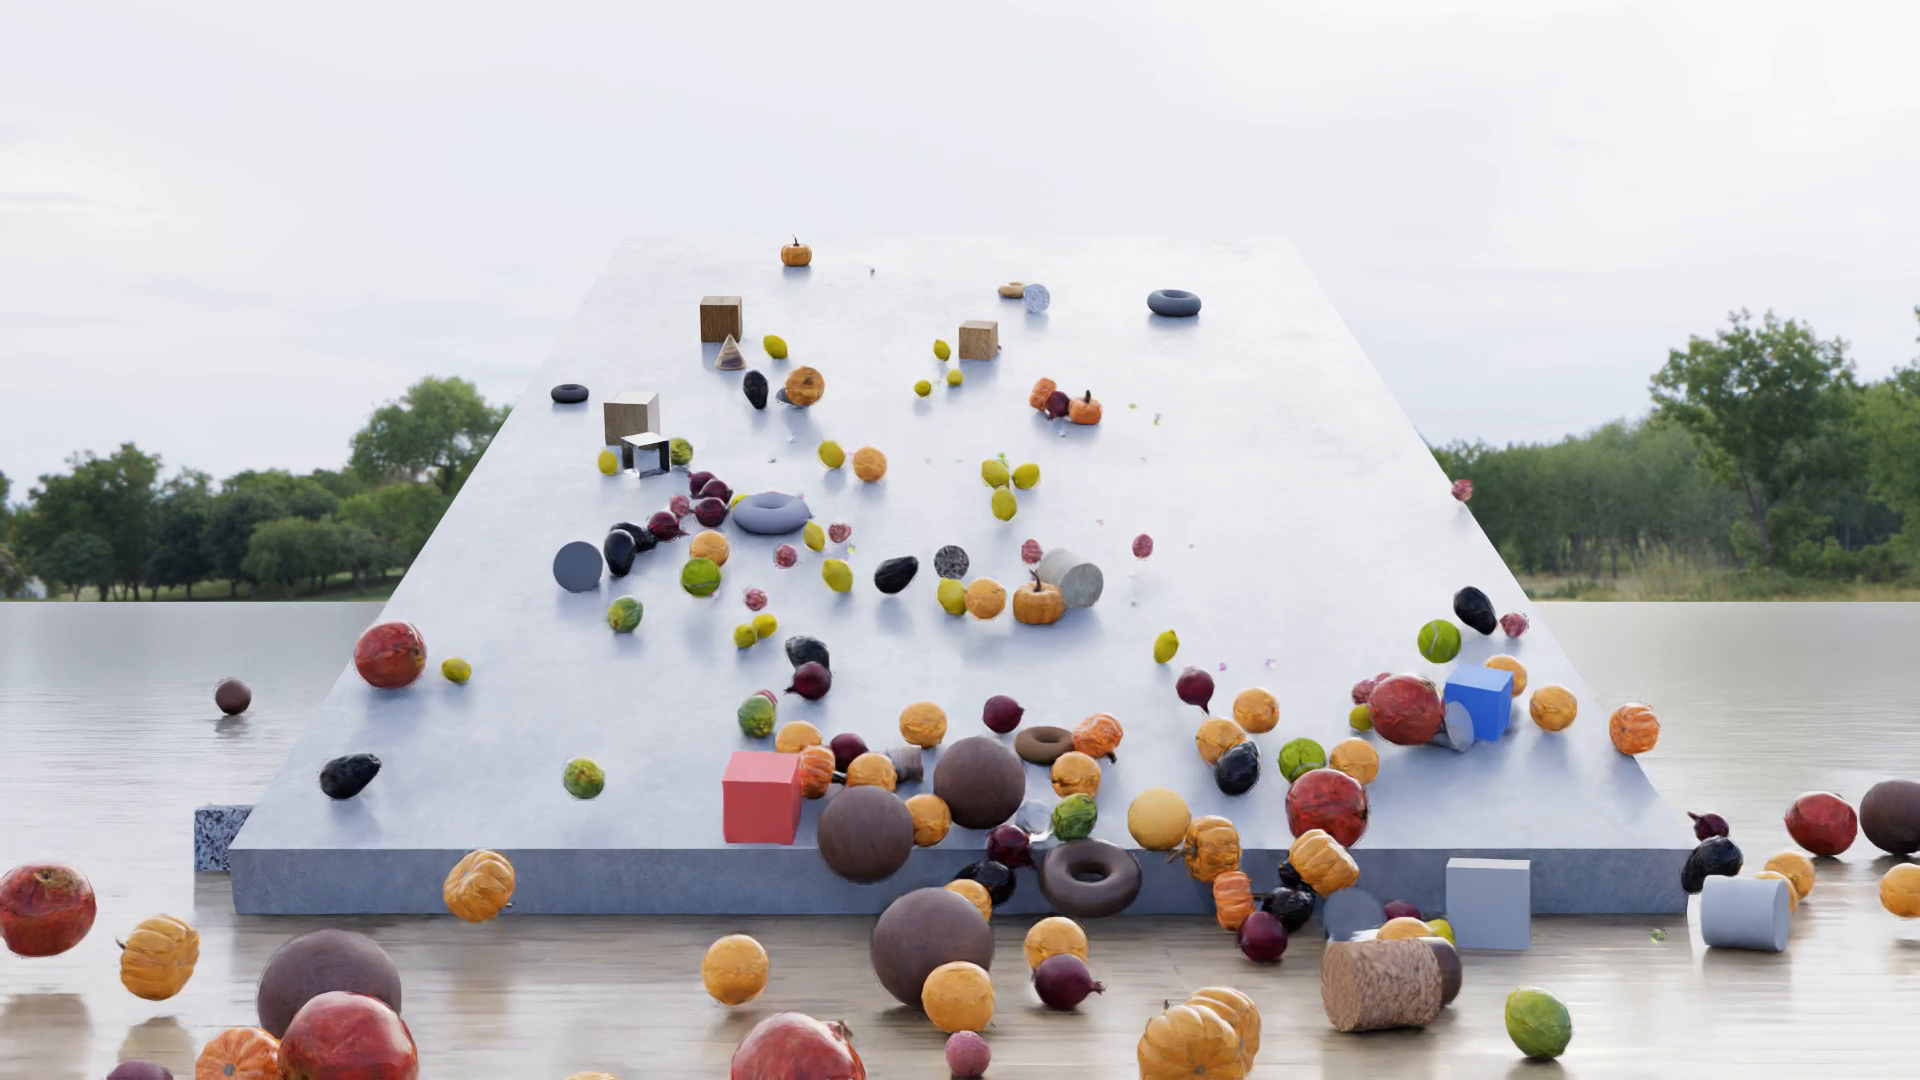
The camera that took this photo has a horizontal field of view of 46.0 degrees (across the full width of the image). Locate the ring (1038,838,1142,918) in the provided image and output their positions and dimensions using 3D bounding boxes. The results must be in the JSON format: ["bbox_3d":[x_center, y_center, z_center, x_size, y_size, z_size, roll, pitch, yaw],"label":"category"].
[{"bbox_3d":[0.172,0.448,3.002,0.137,0.046,0.137,0,32,0],"label":"ring"}]

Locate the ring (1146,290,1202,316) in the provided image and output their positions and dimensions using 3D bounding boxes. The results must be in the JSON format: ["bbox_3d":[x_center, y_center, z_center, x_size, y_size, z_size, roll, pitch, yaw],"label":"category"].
[{"bbox_3d":[0.563,-0.623,5.941,0.145,0.048,0.145,4,20,-1],"label":"ring"}]

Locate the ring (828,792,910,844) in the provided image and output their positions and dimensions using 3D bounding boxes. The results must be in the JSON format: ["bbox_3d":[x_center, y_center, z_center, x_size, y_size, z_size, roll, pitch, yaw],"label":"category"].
[{"bbox_3d":[-0.126,0.384,3.129,0.114,0.038,0.114,0,21,0],"label":"ring"}]

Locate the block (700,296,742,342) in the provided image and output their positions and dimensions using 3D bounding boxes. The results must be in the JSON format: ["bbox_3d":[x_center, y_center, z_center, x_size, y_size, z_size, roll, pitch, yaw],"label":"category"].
[{"bbox_3d":[-0.599,-0.555,5.674,0.096,0.096,0.096,0,20,0],"label":"block"}]

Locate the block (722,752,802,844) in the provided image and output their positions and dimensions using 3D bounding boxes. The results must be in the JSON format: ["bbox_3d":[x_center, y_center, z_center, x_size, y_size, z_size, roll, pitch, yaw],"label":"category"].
[{"bbox_3d":[-0.273,0.356,3.123,0.094,0.094,0.094,1,20,3],"label":"block"}]

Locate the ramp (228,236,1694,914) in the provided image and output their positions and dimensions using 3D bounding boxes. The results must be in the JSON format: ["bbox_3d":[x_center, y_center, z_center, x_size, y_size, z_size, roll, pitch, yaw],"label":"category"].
[{"bbox_3d":[-0.005,-0.203,4.982,2.000,0.100,4.000,0,20,0],"label":"ramp"}]

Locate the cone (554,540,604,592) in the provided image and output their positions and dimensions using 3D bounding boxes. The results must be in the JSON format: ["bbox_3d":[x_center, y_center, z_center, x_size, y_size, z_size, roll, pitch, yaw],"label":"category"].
[{"bbox_3d":[-0.668,0.053,4.047,0.093,0.093,0.093,0,-8,9],"label":"cone"}]

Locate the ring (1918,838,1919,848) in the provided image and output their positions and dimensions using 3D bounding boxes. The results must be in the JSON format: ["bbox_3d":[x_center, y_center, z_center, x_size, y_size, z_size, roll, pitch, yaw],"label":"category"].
[{"bbox_3d":[1.635,0.488,3.762,0.097,0.097,0.032,1,27,-35],"label":"ring"}]

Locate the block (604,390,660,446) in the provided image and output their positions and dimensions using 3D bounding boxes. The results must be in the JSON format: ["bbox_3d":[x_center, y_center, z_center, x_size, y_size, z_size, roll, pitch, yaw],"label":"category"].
[{"bbox_3d":[-0.703,-0.261,4.849,0.095,0.095,0.095,3,20,7],"label":"block"}]

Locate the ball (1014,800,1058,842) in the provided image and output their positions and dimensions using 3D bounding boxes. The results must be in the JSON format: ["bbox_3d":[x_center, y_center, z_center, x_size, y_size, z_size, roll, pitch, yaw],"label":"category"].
[{"bbox_3d":[0.104,0.384,3.097,0.058,0.058,0.058,0,-1,0],"label":"ball"}]

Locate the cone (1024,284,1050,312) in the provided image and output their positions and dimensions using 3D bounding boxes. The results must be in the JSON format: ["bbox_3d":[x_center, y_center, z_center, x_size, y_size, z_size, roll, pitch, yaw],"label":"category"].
[{"bbox_3d":[0.190,-0.630,5.980,0.078,0.078,0.078,1,-9,-21],"label":"cone"}]

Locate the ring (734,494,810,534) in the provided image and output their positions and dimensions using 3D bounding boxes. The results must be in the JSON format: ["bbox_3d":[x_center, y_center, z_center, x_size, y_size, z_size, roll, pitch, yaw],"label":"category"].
[{"bbox_3d":[-0.361,-0.051,4.333,0.146,0.049,0.146,1,19,0],"label":"ring"}]

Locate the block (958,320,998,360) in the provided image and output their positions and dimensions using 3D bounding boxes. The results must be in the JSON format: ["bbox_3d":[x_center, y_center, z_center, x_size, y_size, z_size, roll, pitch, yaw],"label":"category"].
[{"bbox_3d":[0.045,-0.488,5.514,0.079,0.079,0.079,5,20,14],"label":"block"}]

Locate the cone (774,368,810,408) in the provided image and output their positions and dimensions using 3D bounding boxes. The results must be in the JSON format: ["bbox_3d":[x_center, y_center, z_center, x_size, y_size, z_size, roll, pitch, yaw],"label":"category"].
[{"bbox_3d":[-0.367,-0.353,5.098,0.083,0.083,0.083,15,16,-5],"label":"cone"}]

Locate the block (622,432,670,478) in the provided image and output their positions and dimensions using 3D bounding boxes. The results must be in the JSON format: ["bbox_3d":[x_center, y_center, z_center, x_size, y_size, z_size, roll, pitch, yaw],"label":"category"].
[{"bbox_3d":[-0.646,-0.174,4.642,0.071,0.071,0.071,-14,24,-35],"label":"block"}]

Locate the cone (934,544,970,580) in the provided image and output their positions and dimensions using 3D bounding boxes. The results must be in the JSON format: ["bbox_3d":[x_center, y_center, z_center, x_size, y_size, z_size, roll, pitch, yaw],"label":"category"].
[{"bbox_3d":[-0.022,0.045,4.092,0.065,0.065,0.065,0,-7,-12],"label":"cone"}]

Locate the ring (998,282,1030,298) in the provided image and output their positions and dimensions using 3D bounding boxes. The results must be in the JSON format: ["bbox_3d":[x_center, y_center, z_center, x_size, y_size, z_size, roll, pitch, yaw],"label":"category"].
[{"bbox_3d":[0.152,-0.678,6.120,0.094,0.031,0.094,1,19,0],"label":"ring"}]

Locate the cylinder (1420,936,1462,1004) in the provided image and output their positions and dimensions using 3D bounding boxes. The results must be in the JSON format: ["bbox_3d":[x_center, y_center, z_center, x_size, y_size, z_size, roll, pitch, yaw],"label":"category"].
[{"bbox_3d":[0.483,0.461,2.412,0.073,0.073,0.073,1,-2,-24],"label":"cylinder"}]

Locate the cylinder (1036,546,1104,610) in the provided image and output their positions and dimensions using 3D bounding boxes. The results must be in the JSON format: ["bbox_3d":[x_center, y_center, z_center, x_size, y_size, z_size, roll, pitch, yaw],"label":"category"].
[{"bbox_3d":[0.193,0.067,3.946,0.086,0.086,0.086,1,20,-29],"label":"cylinder"}]

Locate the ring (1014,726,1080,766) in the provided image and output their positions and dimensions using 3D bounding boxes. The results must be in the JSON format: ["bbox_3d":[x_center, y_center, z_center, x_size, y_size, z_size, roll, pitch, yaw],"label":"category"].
[{"bbox_3d":[0.129,0.305,3.357,0.098,0.033,0.098,3,19,-1],"label":"ring"}]

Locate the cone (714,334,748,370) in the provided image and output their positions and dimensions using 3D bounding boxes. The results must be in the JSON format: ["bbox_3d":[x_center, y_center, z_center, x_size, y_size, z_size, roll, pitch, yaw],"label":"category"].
[{"bbox_3d":[-0.550,-0.458,5.418,0.085,0.085,0.085,0,20,0],"label":"cone"}]

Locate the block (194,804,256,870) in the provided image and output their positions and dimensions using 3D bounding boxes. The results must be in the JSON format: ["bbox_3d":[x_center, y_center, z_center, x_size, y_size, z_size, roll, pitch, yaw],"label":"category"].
[{"bbox_3d":[-1.182,0.480,3.659,0.096,0.096,0.096,0,-1,-10],"label":"block"}]

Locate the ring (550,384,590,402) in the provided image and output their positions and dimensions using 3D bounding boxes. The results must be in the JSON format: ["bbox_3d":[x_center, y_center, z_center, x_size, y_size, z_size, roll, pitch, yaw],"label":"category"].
[{"bbox_3d":[-0.890,-0.334,5.154,0.087,0.029,0.087,1,19,0],"label":"ring"}]

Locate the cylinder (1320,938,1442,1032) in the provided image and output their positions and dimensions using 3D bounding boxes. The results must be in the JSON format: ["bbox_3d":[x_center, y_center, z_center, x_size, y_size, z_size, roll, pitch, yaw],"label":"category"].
[{"bbox_3d":[0.425,0.450,2.289,0.089,0.089,0.089,0,-1,-18],"label":"cylinder"}]

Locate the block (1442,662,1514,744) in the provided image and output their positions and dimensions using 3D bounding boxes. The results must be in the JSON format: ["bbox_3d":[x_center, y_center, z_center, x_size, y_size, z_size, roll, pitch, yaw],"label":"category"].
[{"bbox_3d":[0.789,0.248,3.445,0.084,0.084,0.084,10,22,25],"label":"block"}]

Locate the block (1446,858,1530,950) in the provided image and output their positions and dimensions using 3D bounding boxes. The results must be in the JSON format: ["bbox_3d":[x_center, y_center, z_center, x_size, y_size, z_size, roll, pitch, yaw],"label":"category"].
[{"bbox_3d":[0.668,0.459,2.857,0.100,0.100,0.100,0,-1,15],"label":"block"}]

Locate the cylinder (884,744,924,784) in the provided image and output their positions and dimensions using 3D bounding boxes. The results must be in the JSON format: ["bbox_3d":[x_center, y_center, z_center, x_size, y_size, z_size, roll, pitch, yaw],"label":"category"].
[{"bbox_3d":[-0.081,0.324,3.269,0.052,0.052,0.052,-6,-1,-1],"label":"cylinder"}]

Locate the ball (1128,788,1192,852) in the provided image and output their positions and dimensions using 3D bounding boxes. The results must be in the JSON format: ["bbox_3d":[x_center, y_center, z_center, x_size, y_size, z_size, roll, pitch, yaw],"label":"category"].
[{"bbox_3d":[0.270,0.379,3.069,0.087,0.087,0.087,0,-1,0],"label":"ball"}]
